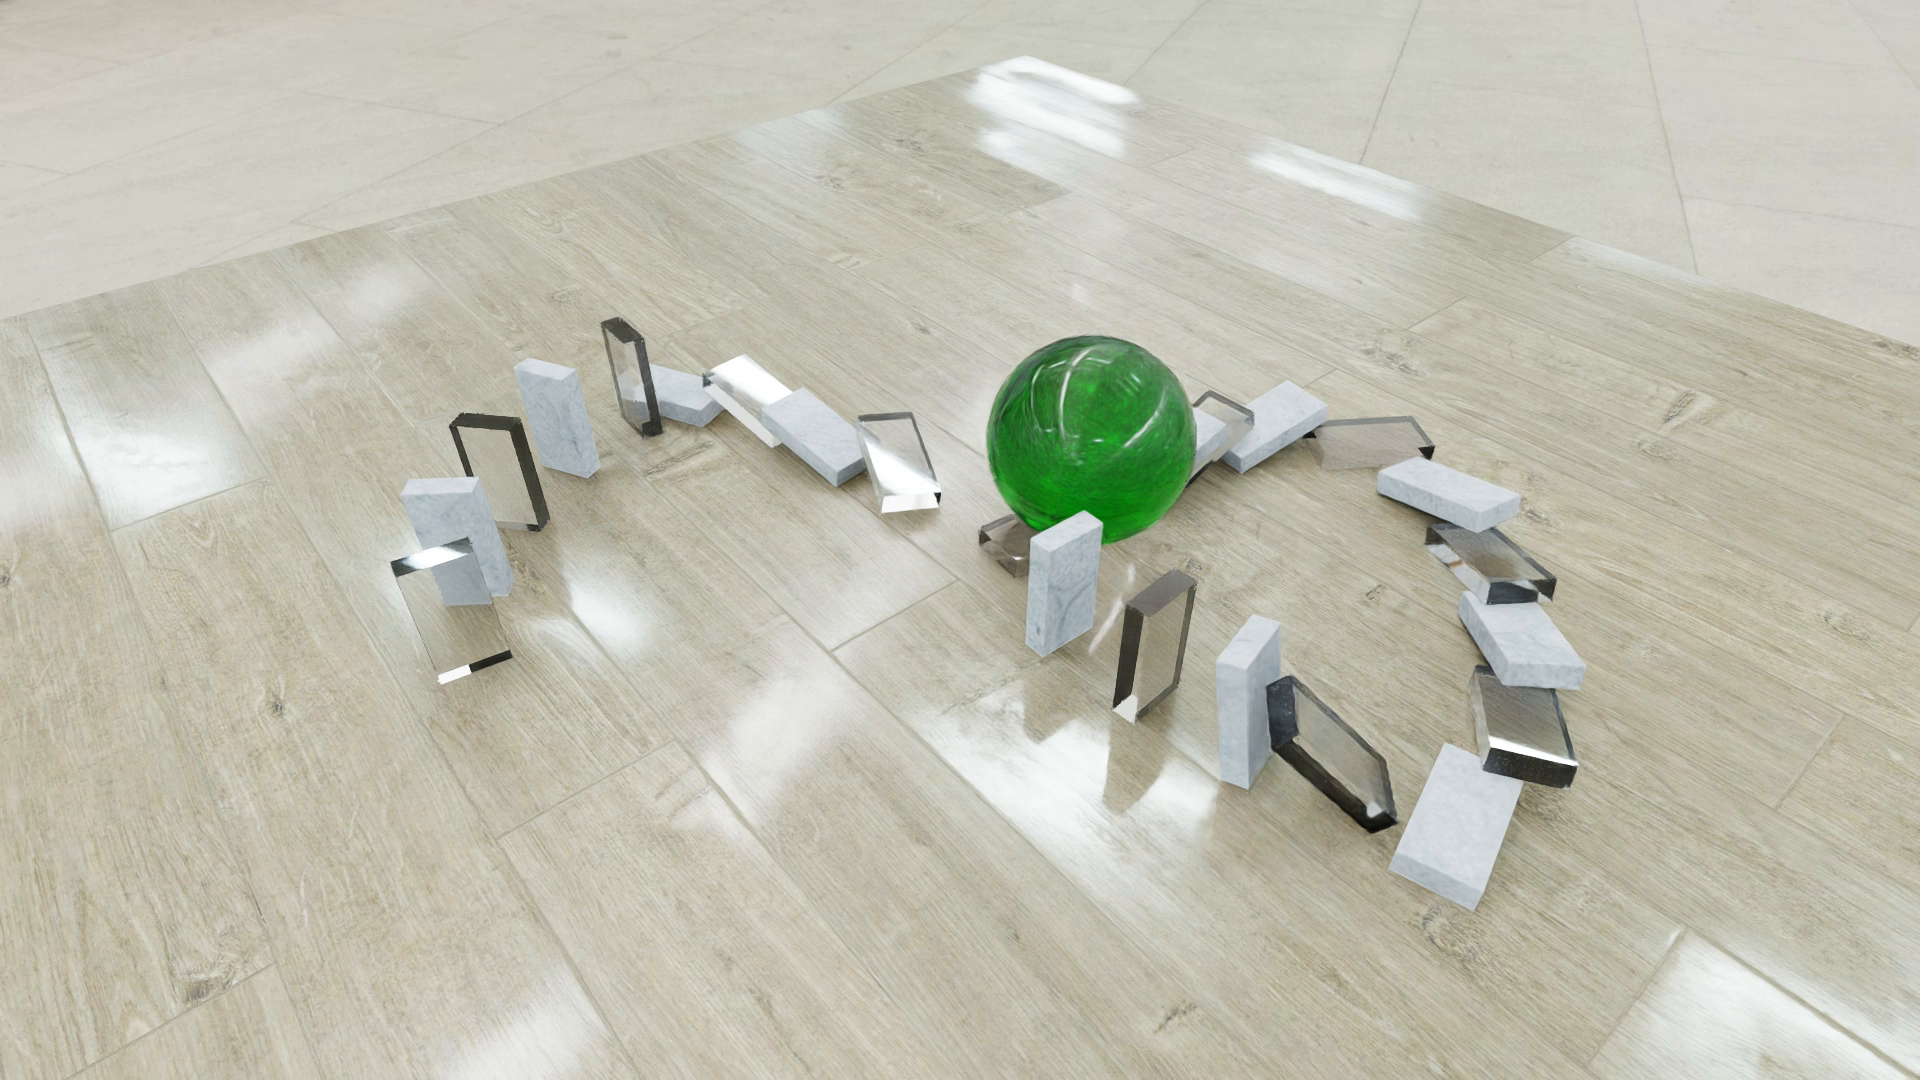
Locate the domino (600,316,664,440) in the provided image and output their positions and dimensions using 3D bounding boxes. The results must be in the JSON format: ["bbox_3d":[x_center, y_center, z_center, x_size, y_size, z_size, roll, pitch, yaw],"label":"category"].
[{"bbox_3d":[-0.149,-0.073,0.501,0.009,0.050,0.025,-26,46,-28],"label":"domino"}]

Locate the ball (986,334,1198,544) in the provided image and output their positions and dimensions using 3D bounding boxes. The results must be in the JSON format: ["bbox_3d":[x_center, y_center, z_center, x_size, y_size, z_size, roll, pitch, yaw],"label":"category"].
[{"bbox_3d":[0.050,-0.038,0.419,0.080,0.080,0.080,0,39,0],"label":"ball"}]

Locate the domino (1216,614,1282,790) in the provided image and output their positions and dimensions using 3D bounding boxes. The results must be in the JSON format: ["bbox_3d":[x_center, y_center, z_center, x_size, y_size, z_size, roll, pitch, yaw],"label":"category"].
[{"bbox_3d":[0.092,0.052,0.348,0.010,0.050,0.025,16,41,36],"label":"domino"}]

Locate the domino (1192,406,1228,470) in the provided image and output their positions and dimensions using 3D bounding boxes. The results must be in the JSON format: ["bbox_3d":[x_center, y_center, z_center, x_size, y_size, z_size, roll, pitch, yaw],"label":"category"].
[{"bbox_3d":[0.088,-0.037,0.473,0.050,0.009,0.025,-40,52,-18],"label":"domino"}]

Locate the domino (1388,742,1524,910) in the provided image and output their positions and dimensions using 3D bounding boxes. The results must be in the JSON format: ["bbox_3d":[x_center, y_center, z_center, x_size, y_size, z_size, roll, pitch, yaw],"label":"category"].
[{"bbox_3d":[0.153,0.087,0.338,0.025,0.010,0.050,24,45,26],"label":"domino"}]

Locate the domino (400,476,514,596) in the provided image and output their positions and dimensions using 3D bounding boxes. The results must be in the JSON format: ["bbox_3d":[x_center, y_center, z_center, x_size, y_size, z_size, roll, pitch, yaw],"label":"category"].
[{"bbox_3d":[-0.187,0.000,0.412,0.025,0.050,0.009,-2,39,-3],"label":"domino"}]

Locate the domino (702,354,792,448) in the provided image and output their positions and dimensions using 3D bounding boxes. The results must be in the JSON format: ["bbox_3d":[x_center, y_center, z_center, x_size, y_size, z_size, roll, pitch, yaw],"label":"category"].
[{"bbox_3d":[-0.095,-0.066,0.515,0.050,0.010,0.025,40,52,22],"label":"domino"}]

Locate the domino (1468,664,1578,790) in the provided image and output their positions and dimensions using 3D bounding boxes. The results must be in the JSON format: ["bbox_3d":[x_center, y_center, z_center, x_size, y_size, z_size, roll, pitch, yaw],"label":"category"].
[{"bbox_3d":[0.184,0.060,0.361,0.025,0.010,0.050,12,28,14],"label":"domino"}]

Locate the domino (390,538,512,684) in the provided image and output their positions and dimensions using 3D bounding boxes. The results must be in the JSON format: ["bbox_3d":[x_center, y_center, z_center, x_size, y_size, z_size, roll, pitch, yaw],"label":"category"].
[{"bbox_3d":[-0.175,0.025,0.381,0.025,0.050,0.009,-21,44,-24],"label":"domino"}]

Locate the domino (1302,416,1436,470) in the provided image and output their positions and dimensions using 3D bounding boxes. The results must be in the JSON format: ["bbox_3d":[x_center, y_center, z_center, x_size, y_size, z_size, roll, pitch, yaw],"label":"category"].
[{"bbox_3d":[0.184,-0.044,0.497,0.050,0.009,0.025,-4,39,-4],"label":"domino"}]

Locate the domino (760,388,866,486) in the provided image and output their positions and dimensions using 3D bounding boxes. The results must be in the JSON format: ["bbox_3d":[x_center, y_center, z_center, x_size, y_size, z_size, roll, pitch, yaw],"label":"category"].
[{"bbox_3d":[-0.063,-0.047,0.492,0.050,0.009,0.025,39,52,22],"label":"domino"}]

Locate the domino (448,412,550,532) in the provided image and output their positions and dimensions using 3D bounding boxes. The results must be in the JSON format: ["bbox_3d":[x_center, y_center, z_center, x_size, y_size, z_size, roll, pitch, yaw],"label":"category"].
[{"bbox_3d":[-0.185,-0.027,0.444,0.025,0.050,0.010,6,40,7],"label":"domino"}]

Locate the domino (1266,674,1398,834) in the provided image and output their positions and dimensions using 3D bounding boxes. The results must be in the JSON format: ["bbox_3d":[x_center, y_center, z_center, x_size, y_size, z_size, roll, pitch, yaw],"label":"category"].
[{"bbox_3d":[0.114,0.066,0.338,0.050,0.010,0.025,40,35,-21],"label":"domino"}]

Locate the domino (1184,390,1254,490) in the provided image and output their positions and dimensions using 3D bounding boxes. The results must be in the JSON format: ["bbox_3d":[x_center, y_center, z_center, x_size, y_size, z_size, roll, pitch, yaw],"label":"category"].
[{"bbox_3d":[0.104,-0.044,0.486,0.050,0.009,0.025,-40,52,-18],"label":"domino"}]

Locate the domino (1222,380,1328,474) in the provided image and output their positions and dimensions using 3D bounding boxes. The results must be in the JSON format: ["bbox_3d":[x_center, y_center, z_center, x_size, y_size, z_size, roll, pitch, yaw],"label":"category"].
[{"bbox_3d":[0.138,-0.052,0.498,0.050,0.010,0.025,-31,47,-14],"label":"domino"}]

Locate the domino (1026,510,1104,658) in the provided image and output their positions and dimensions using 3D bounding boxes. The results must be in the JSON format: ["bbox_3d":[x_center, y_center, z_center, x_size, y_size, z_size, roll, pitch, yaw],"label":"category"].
[{"bbox_3d":[0.037,0.016,0.392,0.025,0.050,0.009,-27,46,-29],"label":"domino"}]

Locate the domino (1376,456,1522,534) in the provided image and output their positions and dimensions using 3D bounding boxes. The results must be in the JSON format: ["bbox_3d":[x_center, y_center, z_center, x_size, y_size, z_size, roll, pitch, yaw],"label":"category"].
[{"bbox_3d":[0.203,-0.020,0.458,0.025,0.009,0.050,-19,31,-25],"label":"domino"}]

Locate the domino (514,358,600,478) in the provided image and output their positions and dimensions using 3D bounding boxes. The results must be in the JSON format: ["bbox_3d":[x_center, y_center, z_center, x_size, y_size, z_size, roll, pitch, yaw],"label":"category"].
[{"bbox_3d":[-0.174,-0.052,0.475,0.025,0.050,0.009,15,42,18],"label":"domino"}]

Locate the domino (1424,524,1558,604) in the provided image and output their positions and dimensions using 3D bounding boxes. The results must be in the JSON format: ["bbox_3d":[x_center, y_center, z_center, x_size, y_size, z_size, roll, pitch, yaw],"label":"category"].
[{"bbox_3d":[0.203,0.008,0.424,0.025,0.009,0.050,-3,26,-3],"label":"domino"}]

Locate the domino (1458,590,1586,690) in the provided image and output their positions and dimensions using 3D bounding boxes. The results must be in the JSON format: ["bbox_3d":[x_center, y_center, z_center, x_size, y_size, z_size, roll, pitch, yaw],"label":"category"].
[{"bbox_3d":[0.199,0.035,0.392,0.025,0.009,0.050,4,26,5],"label":"domino"}]

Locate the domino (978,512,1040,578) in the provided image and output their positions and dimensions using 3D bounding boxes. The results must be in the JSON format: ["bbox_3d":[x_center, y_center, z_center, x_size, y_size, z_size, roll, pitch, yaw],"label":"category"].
[{"bbox_3d":[0.035,-0.004,0.448,0.050,0.010,0.025,-24,45,-26],"label":"domino"}]

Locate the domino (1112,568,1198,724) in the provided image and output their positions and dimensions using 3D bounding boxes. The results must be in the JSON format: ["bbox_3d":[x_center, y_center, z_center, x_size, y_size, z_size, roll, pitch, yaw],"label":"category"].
[{"bbox_3d":[0.065,0.036,0.368,0.025,0.050,0.009,-32,49,-33],"label":"domino"}]

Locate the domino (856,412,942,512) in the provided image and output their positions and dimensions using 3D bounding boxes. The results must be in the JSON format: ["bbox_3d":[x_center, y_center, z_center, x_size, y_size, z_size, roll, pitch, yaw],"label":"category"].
[{"bbox_3d":[-0.027,-0.035,0.476,0.025,0.009,0.050,-6,50,-18],"label":"domino"}]

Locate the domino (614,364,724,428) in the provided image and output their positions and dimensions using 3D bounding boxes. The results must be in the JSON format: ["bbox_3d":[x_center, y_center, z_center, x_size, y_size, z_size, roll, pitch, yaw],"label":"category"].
[{"bbox_3d":[-0.138,-0.070,0.529,0.050,0.010,0.025,16,42,19],"label":"domino"}]
